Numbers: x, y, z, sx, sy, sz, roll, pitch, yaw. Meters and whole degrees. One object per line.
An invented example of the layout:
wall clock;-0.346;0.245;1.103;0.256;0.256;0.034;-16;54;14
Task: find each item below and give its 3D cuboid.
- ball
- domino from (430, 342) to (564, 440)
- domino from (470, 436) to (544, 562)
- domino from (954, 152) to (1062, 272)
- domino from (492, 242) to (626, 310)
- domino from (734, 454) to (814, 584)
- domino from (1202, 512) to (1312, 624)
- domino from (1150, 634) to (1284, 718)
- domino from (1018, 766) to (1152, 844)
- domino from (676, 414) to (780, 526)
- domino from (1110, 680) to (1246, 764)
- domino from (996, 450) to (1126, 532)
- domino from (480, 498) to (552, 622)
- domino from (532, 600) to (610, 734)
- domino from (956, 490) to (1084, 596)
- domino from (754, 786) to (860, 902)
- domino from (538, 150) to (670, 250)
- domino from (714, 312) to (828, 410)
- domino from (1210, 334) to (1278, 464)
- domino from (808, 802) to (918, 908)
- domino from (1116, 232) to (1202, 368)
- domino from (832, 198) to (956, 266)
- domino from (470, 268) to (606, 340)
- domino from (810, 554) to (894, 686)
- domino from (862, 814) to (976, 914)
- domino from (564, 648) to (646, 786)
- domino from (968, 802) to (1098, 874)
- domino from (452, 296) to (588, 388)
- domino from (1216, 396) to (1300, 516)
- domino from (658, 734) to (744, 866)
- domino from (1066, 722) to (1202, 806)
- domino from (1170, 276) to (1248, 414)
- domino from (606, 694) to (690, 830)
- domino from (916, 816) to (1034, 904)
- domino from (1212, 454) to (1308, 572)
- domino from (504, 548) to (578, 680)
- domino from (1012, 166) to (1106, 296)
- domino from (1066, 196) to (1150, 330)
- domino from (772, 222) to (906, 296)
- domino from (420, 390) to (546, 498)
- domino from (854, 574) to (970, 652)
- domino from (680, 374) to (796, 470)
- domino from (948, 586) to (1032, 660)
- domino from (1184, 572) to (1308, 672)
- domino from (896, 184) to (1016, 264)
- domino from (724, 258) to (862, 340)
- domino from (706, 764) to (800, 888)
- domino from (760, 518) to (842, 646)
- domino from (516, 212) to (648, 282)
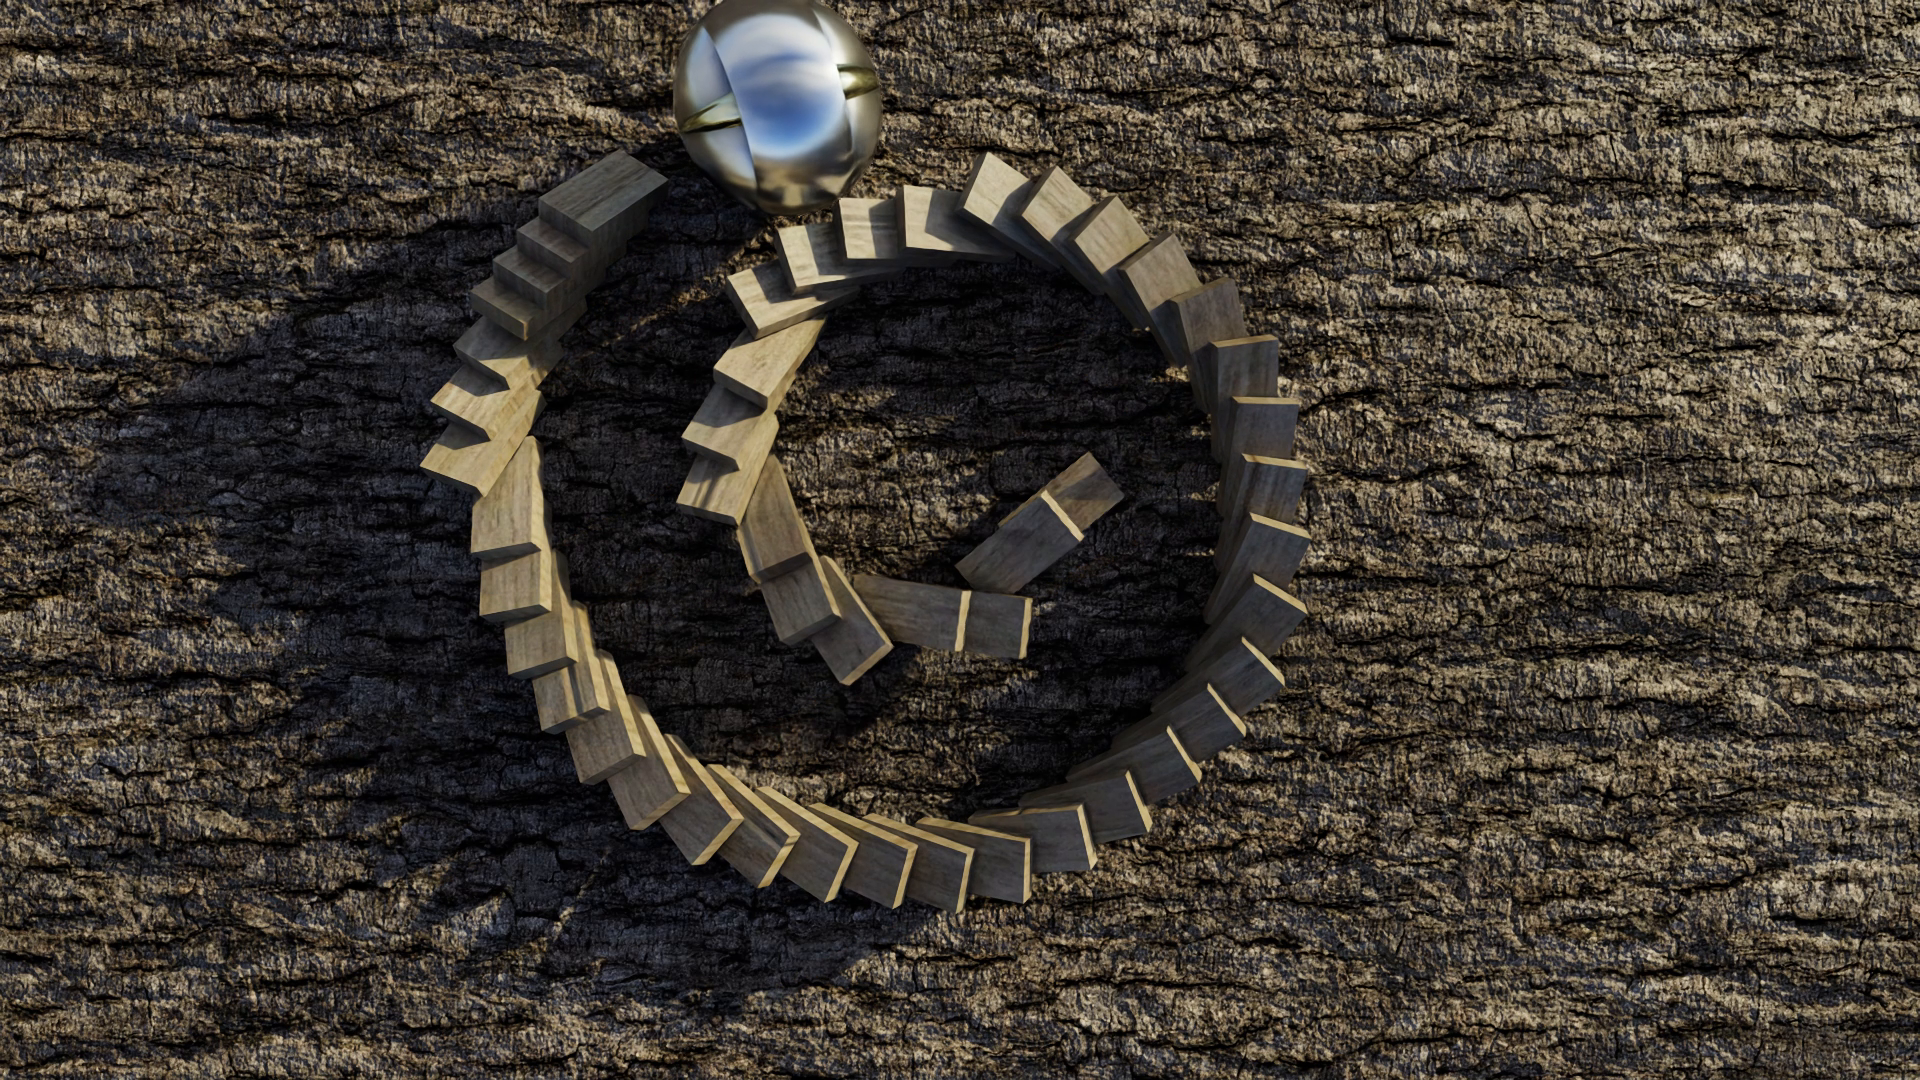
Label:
ball;-0.071;-0.170;0.360;0.080;0.080;0.080;0;90;0
domino;-0.193;-0.068;0.385;0.025;0.009;0.050;27;64;1
domino;-0.190;-0.018;0.386;0.025;0.009;0.050;-10;67;0
domino;0.025;-0.137;0.384;0.050;0.010;0.025;24;88;-26
domino;-0.165;-0.118;0.380;0.025;0.009;0.050;32;51;0
domino;-0.081;-0.009;0.385;0.025;0.009;0.050;-23;64;0
domino;0.124;0.016;0.386;0.025;0.010;0.050;18;114;0
domino;0.108;0.065;0.385;0.025;0.010;0.050;46;114;0
domino;0.052;0.115;0.386;0.050;0.009;0.025;-22;90;24
domino;-0.097;-0.032;0.385;0.025;0.010;0.050;14;66;5
domino;0.091;0.083;0.385;0.050;0.009;0.025;-38;90;24
domino;0.043;-0.013;0.395;0.050;0.009;0.025;-39;90;0
domino;-0.186;0.008;0.386;0.025;0.009;0.050;-11;66;0
domino;-0.166;0.053;0.386;0.025;0.009;0.050;-23;66;0
domino;0.025;0.005;0.385;0.050;0.010;0.025;-40;90;24
domino;-0.069;0.127;0.386;0.050;0.010;0.025;23;90;24
domino;-0.147;-0.142;0.381;0.025;0.010;0.050;32;51;0
domino;-0.079;-0.081;0.384;0.025;0.010;0.050;28;62;0
domino;0.119;-0.059;0.385;0.025;0.010;0.050;-8;115;-1
domino;-0.044;0.132;0.386;0.050;0.009;0.025;15;90;24
domino;0.089;-0.100;0.385;0.025;0.010;0.050;-37;115;0
domino;-0.027;-0.129;0.385;0.050;0.010;0.025;-8;88;-25
domino;-0.174;-0.106;0.381;0.025;0.009;0.050;31;51;0
domino;-0.052;0.033;0.384;0.025;0.009;0.050;-41;65;4
domino;-0.020;0.135;0.385;0.050;0.009;0.025;11;90;24
domino;-0.153;0.074;0.386;0.025;0.009;0.050;-29;66;0
domino;0.030;0.126;0.385;0.050;0.010;0.025;-13;90;25
domino;-0.184;-0.090;0.385;0.025;0.010;0.050;31;64;0
domino;0.125;-0.034;0.385;0.025;0.010;0.050;1;114;0
domino;-0.116;0.108;0.385;0.050;0.009;0.025;42;90;25
domino;0.073;0.099;0.386;0.050;0.010;0.025;-32;90;24
domino;0.107;-0.081;0.385;0.025;0.009;0.050;-22;115;0
domino;-0.136;0.093;0.385;0.025;0.009;0.050;-37;66;0
domino;0.005;0.134;0.385;0.050;0.010;0.025;2;90;24
domino;0.126;-0.010;0.385;0.025;0.010;0.050;8;114;0
domino;-0.177;0.031;0.386;0.025;0.009;0.050;-18;66;0
domino;0.049;-0.129;0.385;0.050;0.009;0.025;36;89;-25
domino;0.070;-0.116;0.385;0.025;0.009;0.050;-47;115;0
domino;-0.050;-0.120;0.384;0.050;0.009;0.025;-17;88;-26
domino;-0.199;-0.045;0.384;0.025;0.009;0.050;20;64;2
domino;-0.022;0.030;0.386;0.050;0.010;0.025;7;90;22
domino;-0.092;-0.056;0.385;0.025;0.009;0.050;22;67;7
domino;0.004;0.034;0.387;0.050;0.009;0.025;6;90;21
domino;0.119;0.041;0.385;0.025;0.009;0.050;31;115;0
domino;-0.001;-0.132;0.385;0.050;0.010;0.025;-3;90;-25
domino;-0.070;-0.105;0.384;0.050;0.010;0.025;-30;88;-27
domino;-0.093;0.119;0.386;0.050;0.009;0.025;32;90;24
domino;-0.071;0.016;0.385;0.025;0.009;0.050;-28;67;5
domino;-0.156;-0.130;0.381;0.025;0.009;0.050;31;51;0
